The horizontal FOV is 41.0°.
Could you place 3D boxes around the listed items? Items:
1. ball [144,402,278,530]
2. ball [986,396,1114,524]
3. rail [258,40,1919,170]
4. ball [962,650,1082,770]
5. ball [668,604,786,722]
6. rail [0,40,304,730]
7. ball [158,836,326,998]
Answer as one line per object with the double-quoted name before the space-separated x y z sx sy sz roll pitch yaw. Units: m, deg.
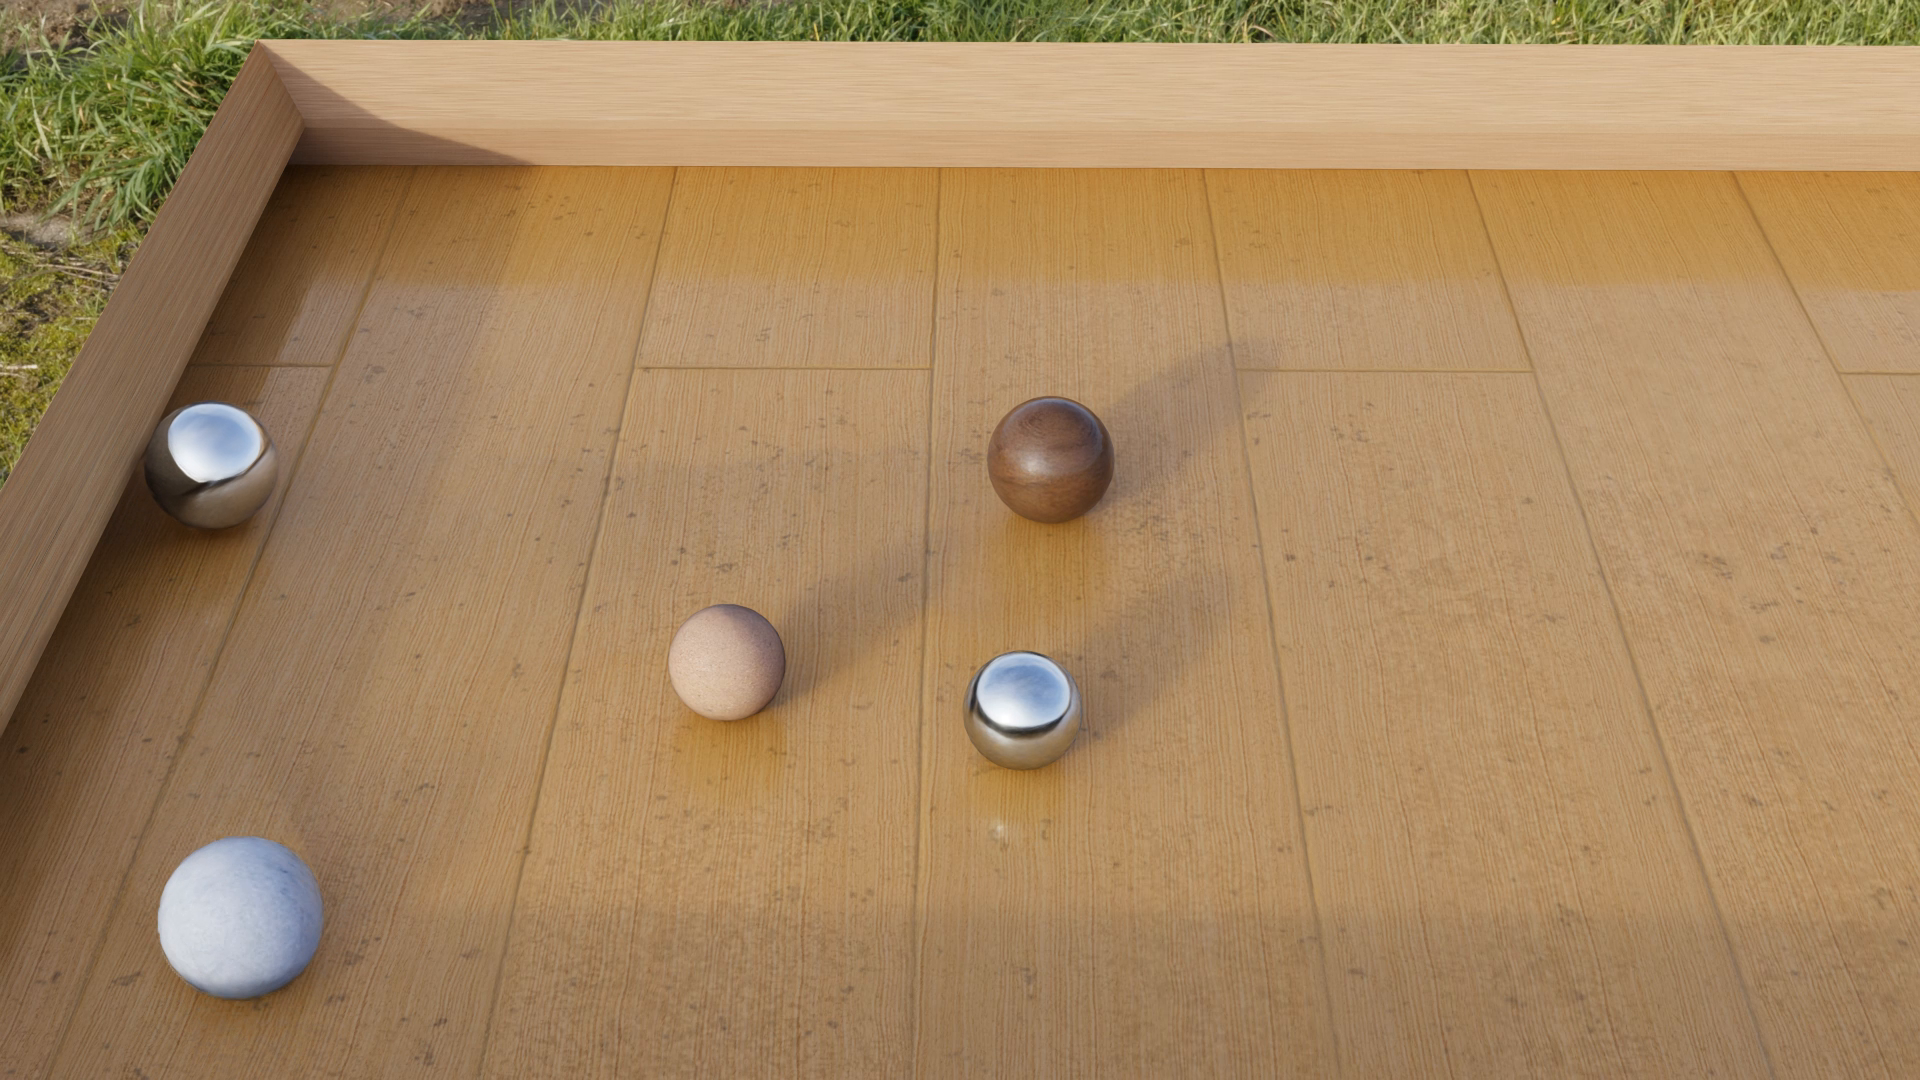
"ball" -0.562 -0.056 1.926 0.097 0.097 0.097 0 35 0
"ball" 0.068 -0.060 1.933 0.096 0.096 0.096 0 35 0
"rail" 0.665 -0.391 2.381 2.634 0.126 0.045 0 35 0
"ball" 0.041 0.113 1.699 0.080 0.080 0.080 0 35 0
"ball" -0.158 0.083 1.741 0.080 0.080 0.080 0 35 0
"rail" -0.635 -0.020 1.847 0.045 0.126 1.373 0 35 0
"ball" -0.427 0.224 1.525 0.096 0.096 0.096 0 35 0
